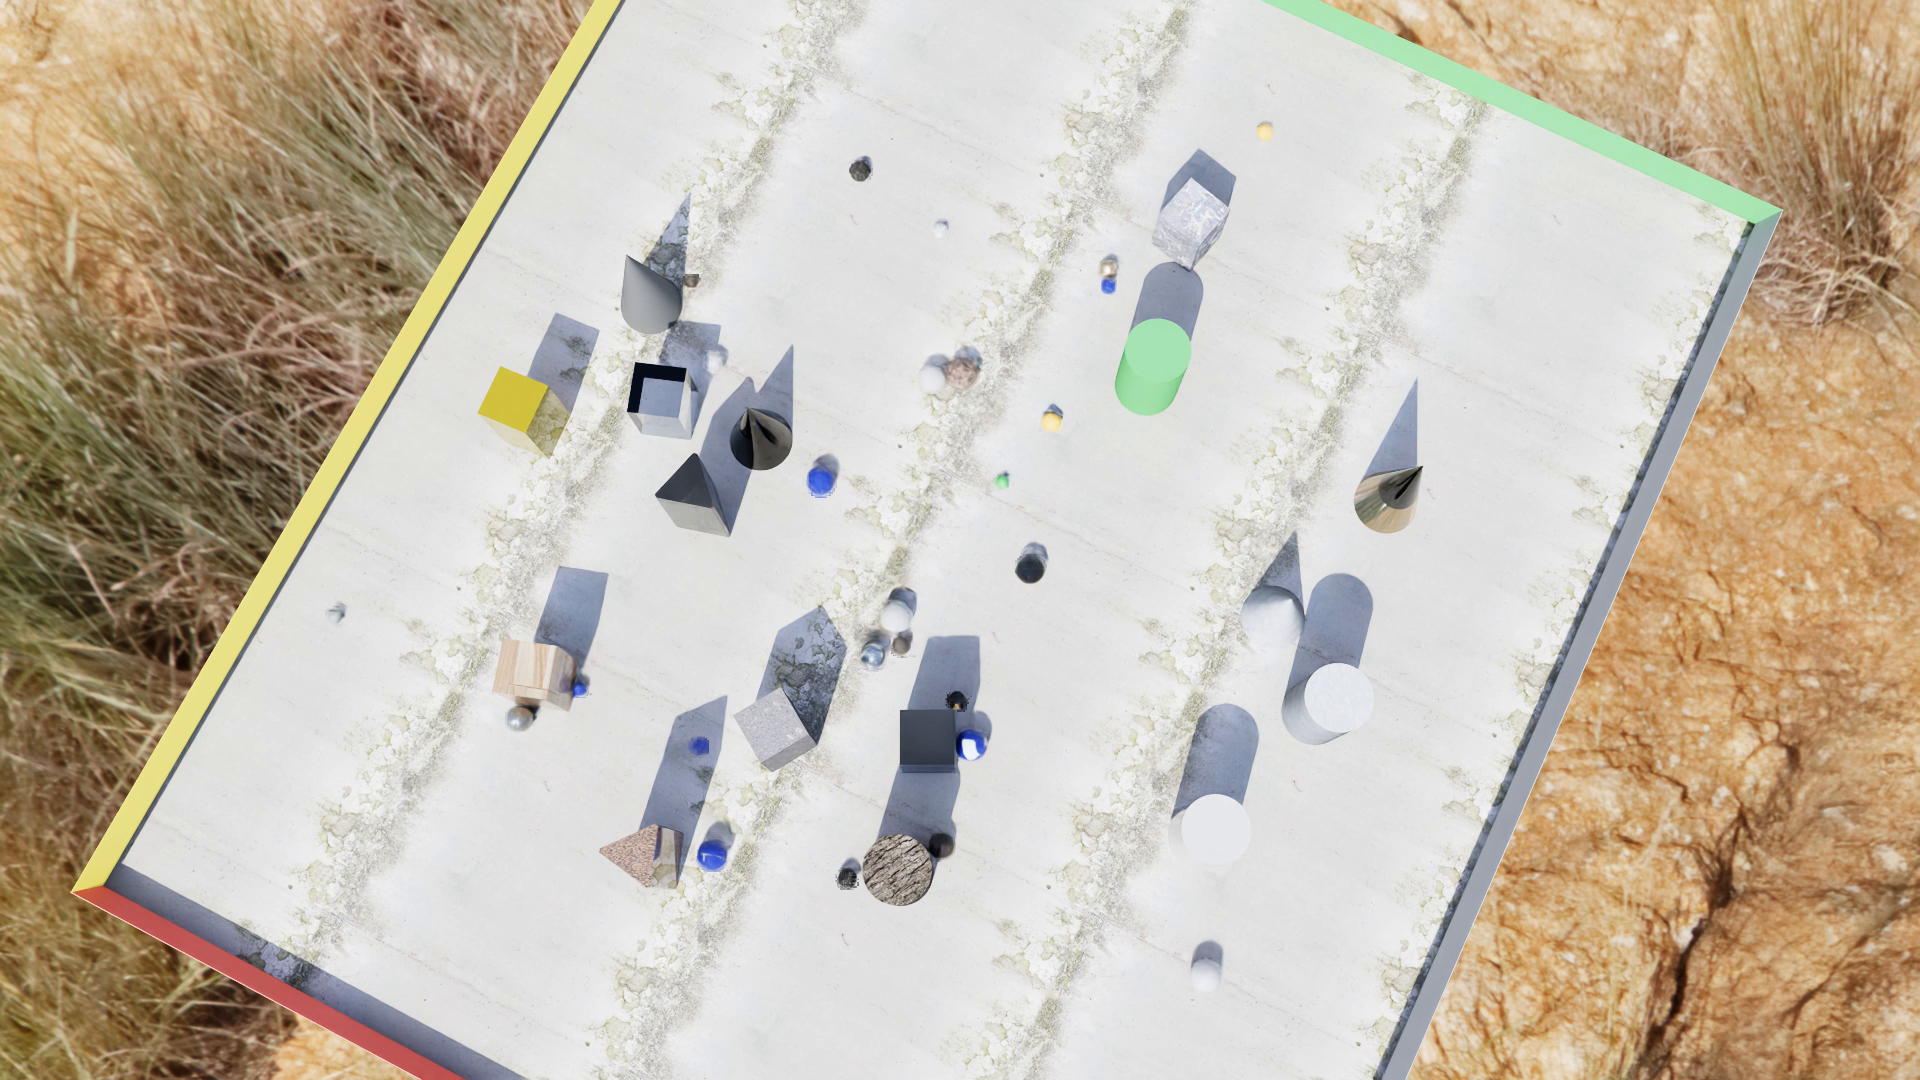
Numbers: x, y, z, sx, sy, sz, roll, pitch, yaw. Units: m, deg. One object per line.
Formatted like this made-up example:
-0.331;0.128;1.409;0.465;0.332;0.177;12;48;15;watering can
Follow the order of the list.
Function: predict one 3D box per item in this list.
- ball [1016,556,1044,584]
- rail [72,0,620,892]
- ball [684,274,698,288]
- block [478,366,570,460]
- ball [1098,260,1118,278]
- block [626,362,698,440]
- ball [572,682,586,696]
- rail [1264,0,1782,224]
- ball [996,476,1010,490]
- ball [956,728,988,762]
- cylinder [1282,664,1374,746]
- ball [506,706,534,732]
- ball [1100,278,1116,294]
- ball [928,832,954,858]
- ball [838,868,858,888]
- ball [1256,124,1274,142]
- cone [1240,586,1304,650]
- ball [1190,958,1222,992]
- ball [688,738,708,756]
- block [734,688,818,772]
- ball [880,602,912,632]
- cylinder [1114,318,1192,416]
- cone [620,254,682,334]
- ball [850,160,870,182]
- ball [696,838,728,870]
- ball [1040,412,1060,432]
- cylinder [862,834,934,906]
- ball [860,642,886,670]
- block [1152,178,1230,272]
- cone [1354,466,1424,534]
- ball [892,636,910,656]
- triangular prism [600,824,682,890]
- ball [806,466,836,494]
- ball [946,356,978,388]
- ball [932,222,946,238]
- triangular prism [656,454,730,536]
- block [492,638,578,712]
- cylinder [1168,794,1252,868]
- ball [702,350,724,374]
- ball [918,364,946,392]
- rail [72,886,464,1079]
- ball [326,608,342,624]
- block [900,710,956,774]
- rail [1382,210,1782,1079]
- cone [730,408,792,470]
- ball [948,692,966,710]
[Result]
0.213;0.090;5.552;0.089;0.089;0.089;0;78;0;ball
-1.611;-0.782;5.713;0.045;0.127;4.157;26;80;5;rail
-0.845;-0.813;5.763;0.043;0.043;0.043;0;78;0;ball
-1.312;-0.380;5.532;0.156;0.320;0.156;22;79;5;block
0.467;-0.852;5.763;0.059;0.059;0.059;0;78;0;ball
-0.902;-0.420;5.574;0.156;0.254;0.156;7;78;1;block
-1.142;0.447;5.502;0.044;0.044;0.044;0;78;0;ball
0.919;-1.793;5.922;3.649;0.127;0.045;26;80;5;rail
0.130;-0.177;5.631;0.042;0.042;0.042;0;78;0;ball
0.034;0.608;5.441;0.097;0.097;0.097;0;78;0;ball
1.063;0.481;5.322;0.195;0.383;0.195;0;78;0;cylinder
-1.312;0.534;5.465;0.080;0.080;0.080;0;78;0;ball
0.465;-0.797;5.756;0.049;0.049;0.049;0;78;0;ball
-0.055;0.899;5.391;0.077;0.077;0.077;0;78;0;ball
-0.331;0.994;5.382;0.057;0.057;0.057;0;78;0;ball
0.975;-1.303;5.859;0.053;0.053;0.053;0;78;0;ball
0.951;0.202;5.410;0.195;0.323;0.195;0;78;0;cone
0.713;1.259;5.309;0.092;0.092;0.092;0;78;0;ball
-0.780;0.615;5.462;0.055;0.055;0.055;0;78;0;ball
-0.533;0.555;5.327;0.156;0.342;0.156;-30;80;-6;block
-0.192;0.232;5.520;0.096;0.096;0.096;0;78;0;ball
0.580;-0.518;5.540;0.195;0.360;0.195;0;78;0;cylinder
-0.971;-0.786;5.549;0.195;0.451;0.195;0;78;0;cone
-0.319;-1.172;5.825;0.066;0.066;0.066;0;78;0;ball
-0.727;0.923;5.379;0.092;0.092;0.092;0;78;0;ball
0.280;-0.364;5.660;0.062;0.062;0.062;0;78;0;ball
-0.175;0.950;5.258;0.195;0.318;0.195;0;78;0;cylinder
-0.261;0.347;5.503;0.081;0.081;0.081;0;78;0;ball
0.715;-0.976;5.698;0.156;0.236;0.156;40;81;8;block
1.310;-0.163;5.409;0.195;0.472;0.195;0;78;0;cone
-0.177;0.318;5.522;0.057;0.057;0.057;0;78;0;ball
-0.866;0.878;5.194;0.169;0.473;0.147;35;80;7;triangular prism
-0.428;-0.183;5.608;0.090;0.090;0.090;0;78;0;ball
0.008;-0.519;5.674;0.098;0.098;0.098;0;78;0;ball
-0.064;-0.980;5.796;0.046;0.046;0.046;0;78;0;ball
-0.773;-0.139;5.438;0.169;0.406;0.147;11;79;2;triangular prism
-1.241;0.399;5.374;0.156;0.314;0.156;8;78;2;block
0.714;0.841;5.269;0.195;0.340;0.195;0;78;0;cylinder
-0.769;-0.553;5.696;0.069;0.069;0.069;0;78;0;ball
-0.086;-0.503;5.676;0.088;0.088;0.088;0;78;0;ball
-0.919;1.806;5.177;3.649;0.127;0.045;26;80;5;rail
-1.894;0.230;5.546;0.044;0.044;0.044;0;78;0;ball
-0.093;0.589;5.342;0.156;0.299;0.156;0;78;0;block
1.611;0.795;5.386;0.045;0.127;4.157;26;80;5;rail
-0.616;-0.347;5.499;0.195;0.371;0.195;0;78;0;cone
-0.010;0.482;5.489;0.055;0.055;0.055;0;78;0;ball
